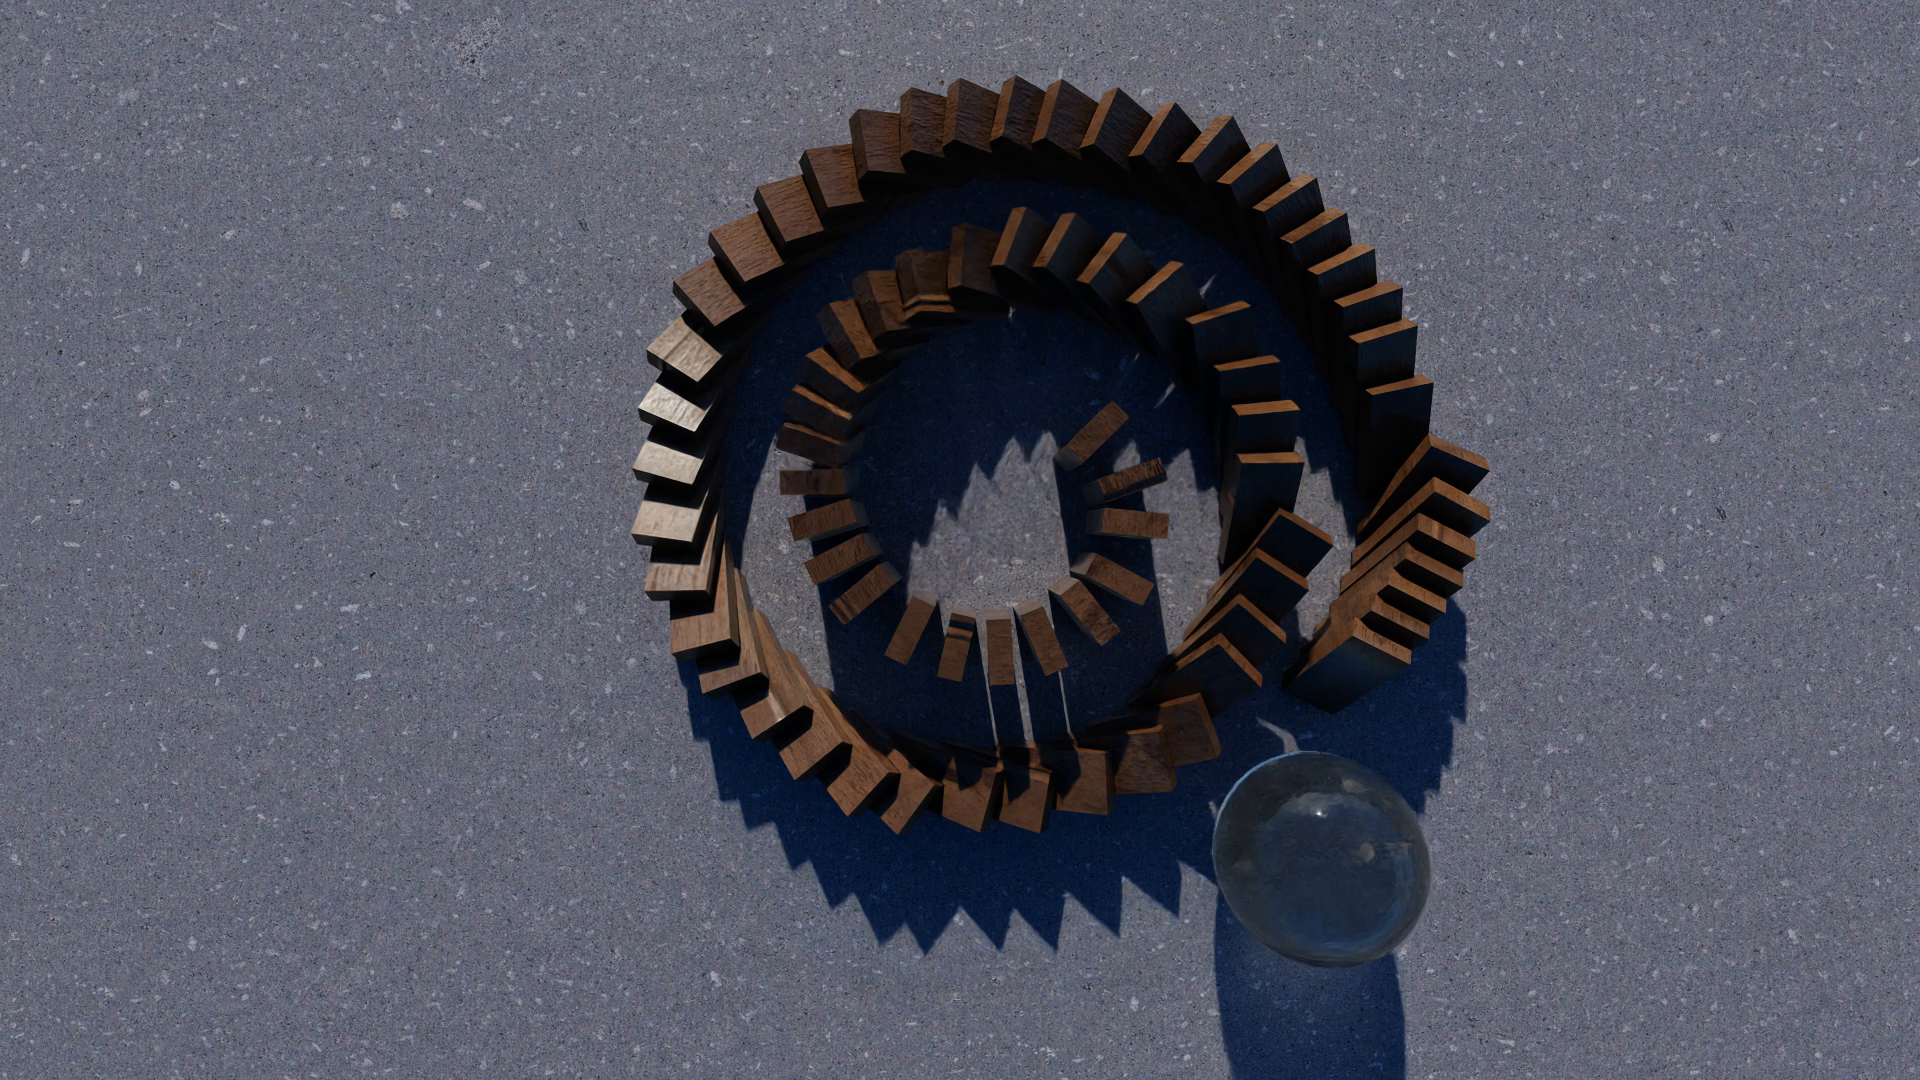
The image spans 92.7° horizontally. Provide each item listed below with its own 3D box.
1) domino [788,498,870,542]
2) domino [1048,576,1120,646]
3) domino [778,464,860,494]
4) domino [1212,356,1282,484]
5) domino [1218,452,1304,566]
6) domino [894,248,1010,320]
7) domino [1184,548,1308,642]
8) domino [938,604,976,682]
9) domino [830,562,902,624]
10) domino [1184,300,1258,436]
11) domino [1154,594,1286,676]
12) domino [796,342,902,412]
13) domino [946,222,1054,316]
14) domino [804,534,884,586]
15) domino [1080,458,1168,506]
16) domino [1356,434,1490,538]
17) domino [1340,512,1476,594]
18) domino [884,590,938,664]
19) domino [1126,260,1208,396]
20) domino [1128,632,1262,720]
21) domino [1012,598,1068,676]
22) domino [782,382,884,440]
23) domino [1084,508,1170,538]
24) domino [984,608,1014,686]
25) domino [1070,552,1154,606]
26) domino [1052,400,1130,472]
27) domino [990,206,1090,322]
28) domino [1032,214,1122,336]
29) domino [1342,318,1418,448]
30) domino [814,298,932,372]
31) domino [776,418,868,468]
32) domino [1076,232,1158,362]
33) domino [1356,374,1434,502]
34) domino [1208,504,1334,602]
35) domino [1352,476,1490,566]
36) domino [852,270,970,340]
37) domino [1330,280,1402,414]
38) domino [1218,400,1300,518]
[{"bbox_3d":[-0.053,-0.008,0.375,0.025,0.050,0.010,-18,90,0],"label":"domino"},{"bbox_3d":[0.050,0.028,0.375,0.009,0.050,0.025,-39,90,0],"label":"domino"},{"bbox_3d":[-0.056,-0.025,0.375,0.025,0.050,0.009,-1,97,0],"label":"domino"},{"bbox_3d":[0.120,-0.050,0.384,0.025,0.009,0.050,-9,118,0],"label":"domino"},{"bbox_3d":[0.125,-0.012,0.382,0.025,0.010,0.050,0,123,0],"label":"domino"},{"bbox_3d":[-0.002,-0.105,0.380,0.050,0.009,0.025,-11,90,-41],"label":"domino"},{"bbox_3d":[0.119,0.030,0.384,0.025,0.010,0.050,33,120,0],"label":"domino"},{"bbox_3d":[-0.001,0.041,0.375,0.009,0.050,0.025,13,90,0],"label":"domino"},{"bbox_3d":[-0.038,0.021,0.375,0.025,0.050,0.009,-40,90,0],"label":"domino"},{"bbox_3d":[0.111,-0.071,0.384,0.025,0.010,0.050,-17,119,0],"label":"domino"},{"bbox_3d":[0.108,0.048,0.384,0.025,0.010,0.050,41,120,0],"label":"domino"},{"bbox_3d":[-0.044,-0.070,0.376,0.025,0.050,0.010,36,120,0],"label":"domino"},{"bbox_3d":[0.019,-0.112,0.381,0.050,0.010,0.025,5,90,-36],"label":"domino"},{"bbox_3d":[-0.047,0.007,0.375,0.025,0.050,0.009,-27,90,0],"label":"domino"},{"bbox_3d":[0.066,-0.023,0.375,0.025,0.050,0.010,-20,90,0],"label":"domino"},{"bbox_3d":[0.191,-0.018,0.380,0.025,0.010,0.050,23,131,0],"label":"domino"},{"bbox_3d":[0.183,0.012,0.377,0.025,0.050,0.010,27,52,0],"label":"domino"},{"bbox_3d":[-0.019,0.035,0.375,0.009,0.050,0.025,26,90,0],"label":"domino"},{"bbox_3d":[0.092,-0.088,0.383,0.025,0.009,0.050,-40,121,0],"label":"domino"},{"bbox_3d":[0.098,0.063,0.383,0.025,0.009,0.050,46,121,-2],"label":"domino"},{"bbox_3d":[0.032,0.039,0.375,0.010,0.050,0.025,-23,90,0],"label":"domino"},{"bbox_3d":[-0.051,-0.057,0.375,0.025,0.050,0.010,29,114,0],"label":"domino"},{"bbox_3d":[0.067,-0.006,0.375,0.025,0.050,0.010,6,90,0],"label":"domino"},{"bbox_3d":[0.015,0.043,0.375,0.009,0.050,0.025,-3,90,0],"label":"domino"},{"bbox_3d":[0.061,0.015,0.375,0.025,0.050,0.009,28,90,0],"label":"domino"},{"bbox_3d":[0.053,-0.041,0.375,0.025,0.050,0.009,-45,90,0],"label":"domino"},{"bbox_3d":[0.038,-0.114,0.382,0.050,0.010,0.025,22,89,-35],"label":"domino"},{"bbox_3d":[0.055,-0.110,0.381,0.050,0.010,0.025,31,87,-35],"label":"domino"},{"bbox_3d":[0.174,-0.065,0.381,0.025,0.010,0.050,-17,126,-2],"label":"domino"},{"bbox_3d":[-0.035,-0.087,0.377,0.009,0.050,0.025,-30,90,38],"label":"domino"},{"bbox_3d":[-0.055,-0.042,0.375,0.025,0.050,0.009,19,107,0],"label":"domino"},{"bbox_3d":[0.073,-0.101,0.382,0.050,0.010,0.025,38,90,-35],"label":"domino"},{"bbox_3d":[0.181,-0.042,0.383,0.025,0.009,0.050,-12,121,0],"label":"domino"},{"bbox_3d":[0.129,0.013,0.383,0.025,0.010,0.050,31,120,0],"label":"domino"},{"bbox_3d":[0.189,-0.001,0.378,0.025,0.050,0.010,28,47,-1],"label":"domino"},{"bbox_3d":[-0.019,-0.098,0.379,0.009,0.050,0.025,-19,90,44],"label":"domino"},{"bbox_3d":[0.169,-0.079,0.381,0.025,0.010,0.050,-18,126,-1],"label":"domino"},{"bbox_3d":[0.124,-0.032,0.382,0.025,0.009,0.050,-5,124,-2],"label":"domino"}]
